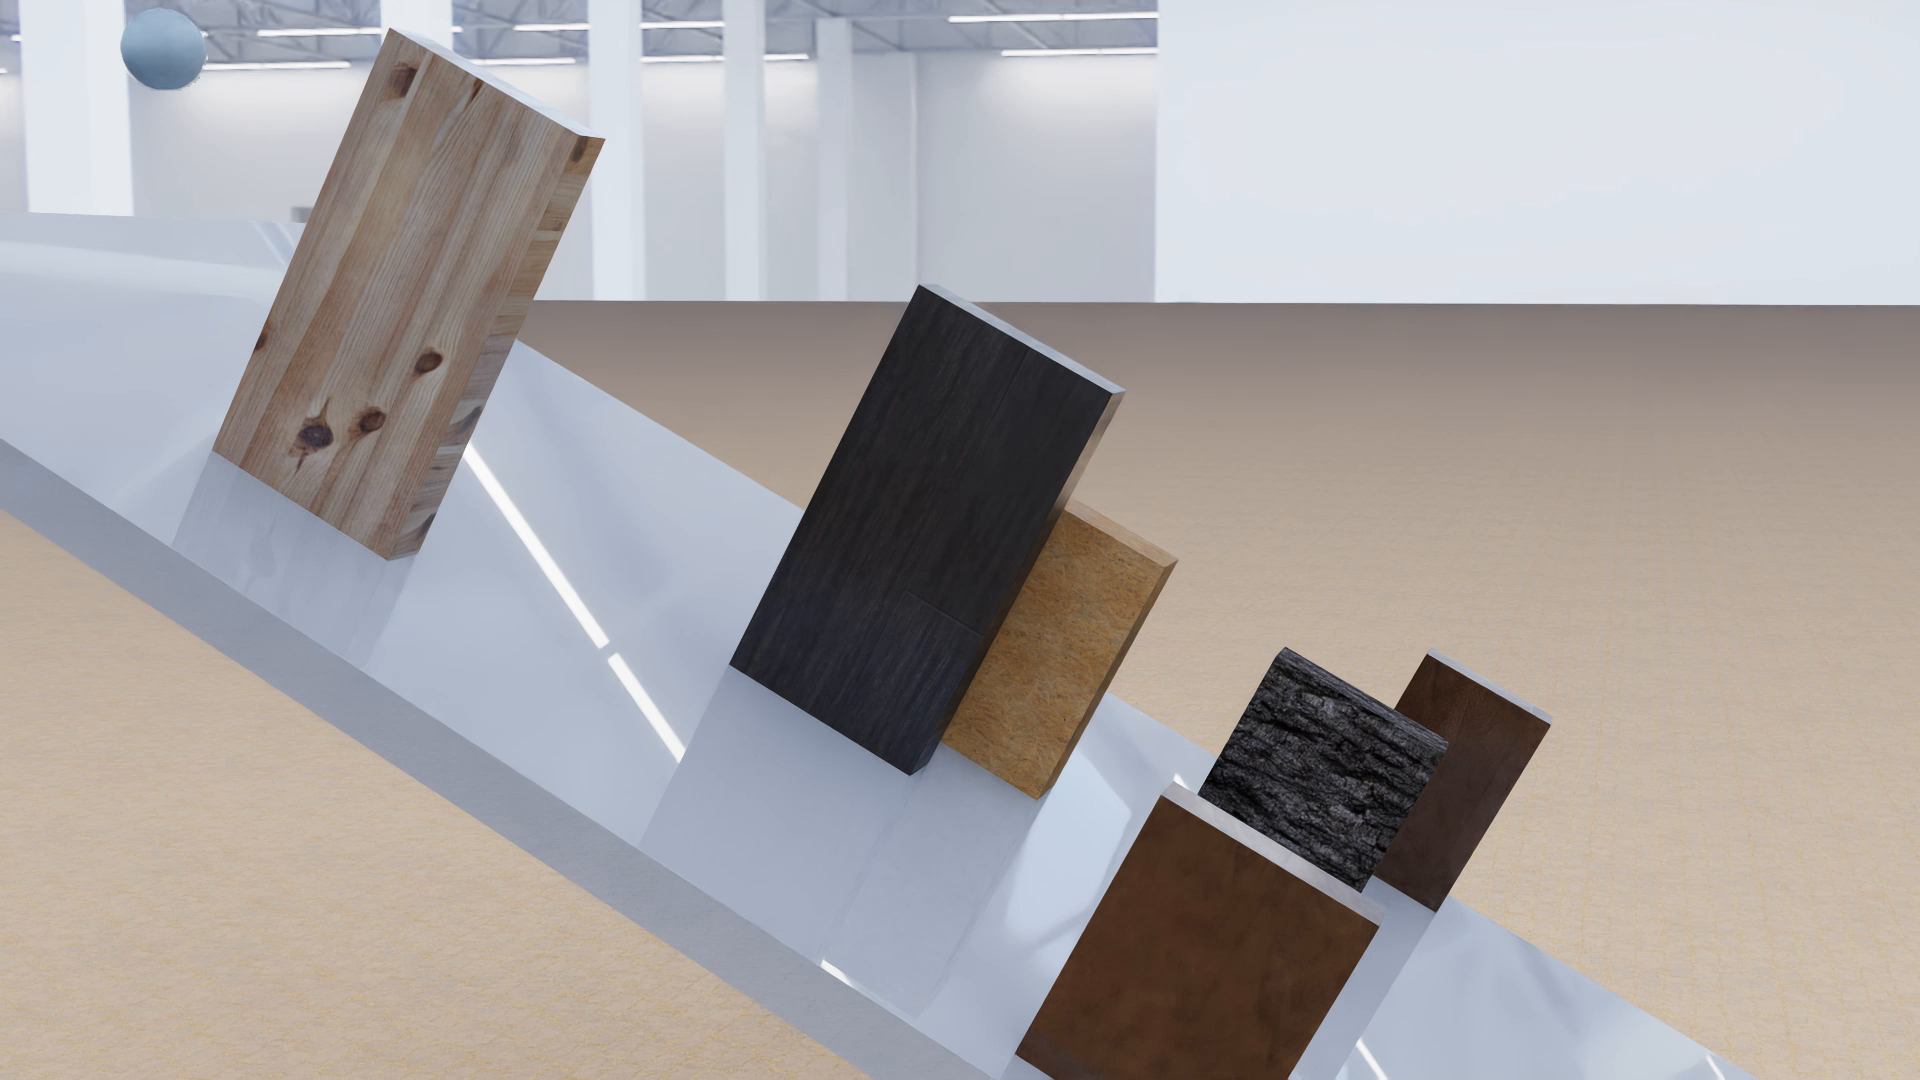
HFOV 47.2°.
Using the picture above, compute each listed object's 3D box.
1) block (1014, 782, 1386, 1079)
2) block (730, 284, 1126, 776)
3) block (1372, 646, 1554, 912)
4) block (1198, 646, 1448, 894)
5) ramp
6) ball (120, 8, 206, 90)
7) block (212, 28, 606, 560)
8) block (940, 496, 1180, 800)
[{"bbox_3d":[0.336,0.625,3.108,0.344,0.447,0.088,30,14,12],"label":"block"},{"bbox_3d":[-0.066,-0.017,3.949,0.396,0.785,0.107,30,14,12],"label":"block"},{"bbox_3d":[1.013,0.512,4.703,0.293,0.477,0.094,30,14,12],"label":"block"},{"bbox_3d":[0.680,0.488,4.278,0.363,0.424,0.114,30,14,12],"label":"block"},{"bbox_3d":[-0.218,0.362,4.145,4.000,0.100,2.000,30,14,12],"label":"ramp"},{"bbox_3d":[-1.539,-0.948,4.248,0.155,0.155,0.155,0,7,0],"label":"ball"},{"bbox_3d":[-0.936,-0.407,3.702,0.383,0.795,0.097,30,14,12],"label":"block"},{"bbox_3d":[0.165,0.197,4.179,0.270,0.513,0.131,30,14,12],"label":"block"}]
